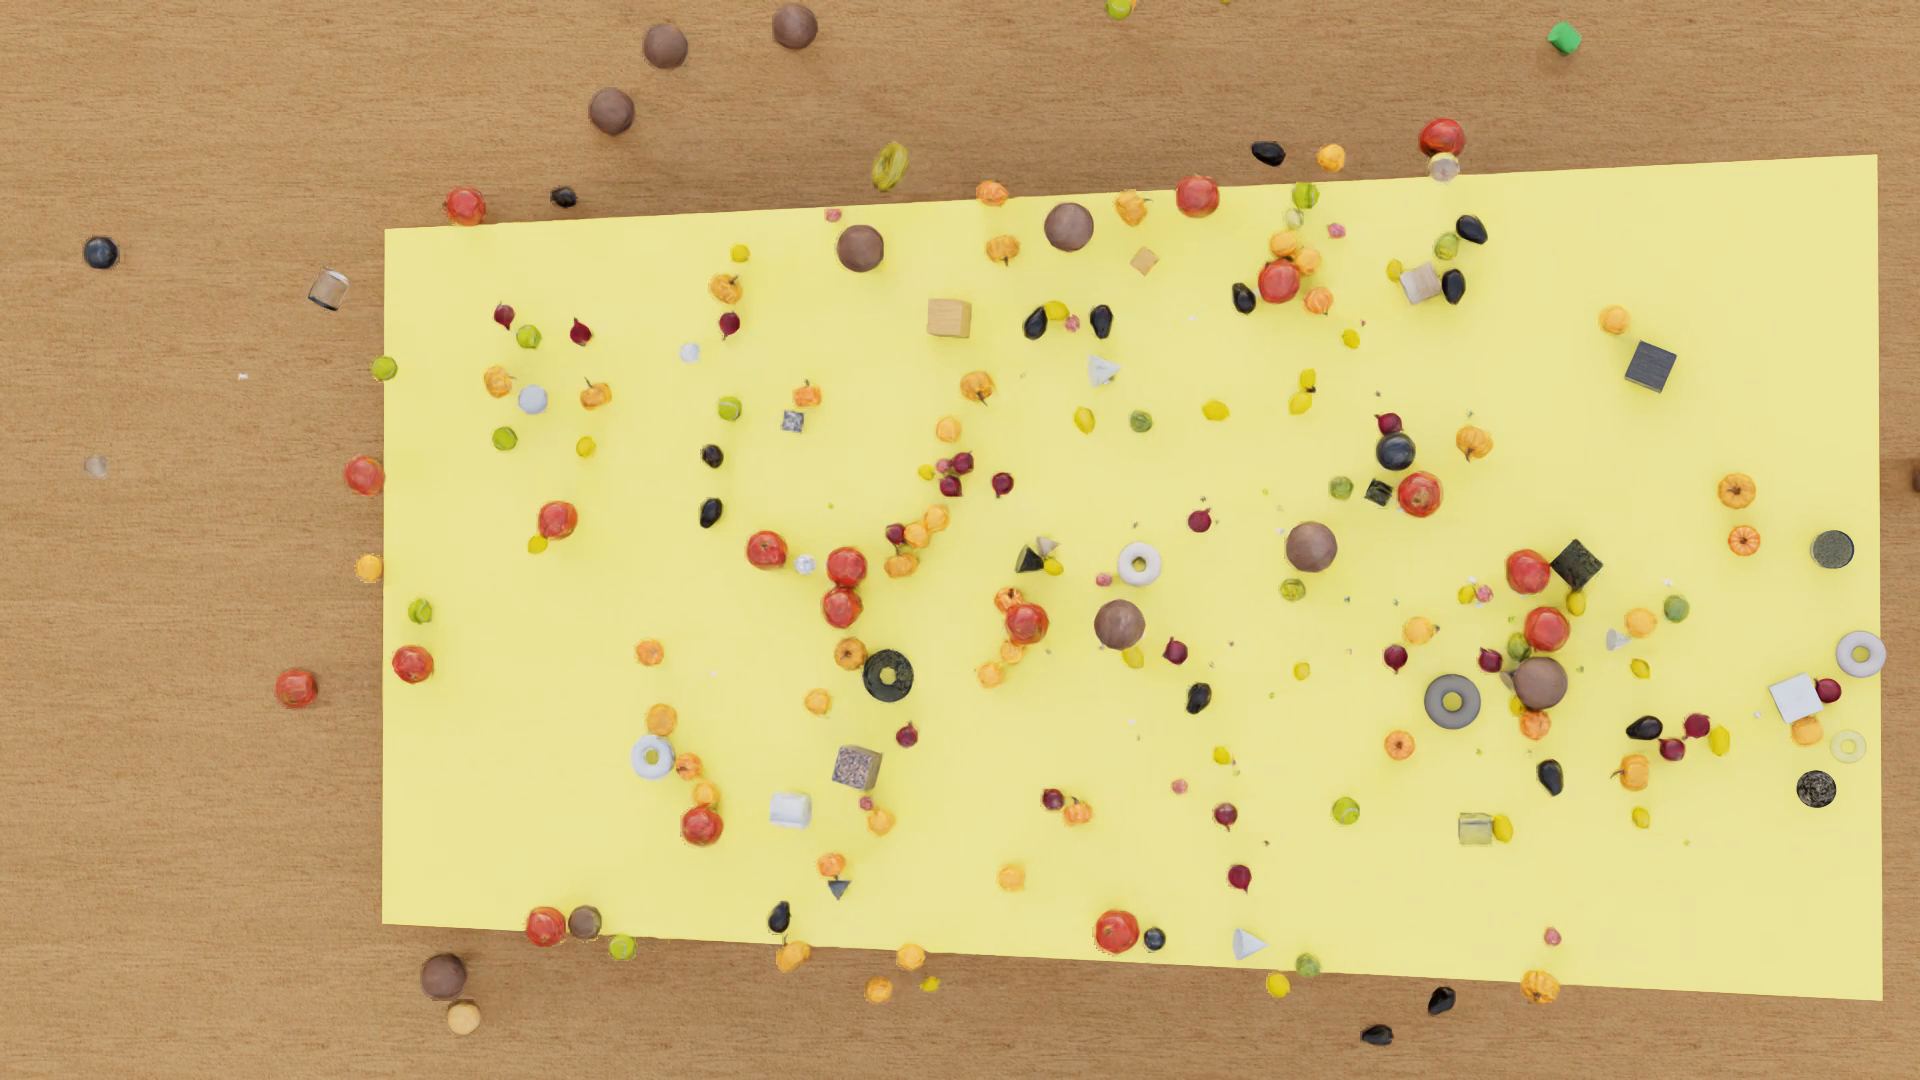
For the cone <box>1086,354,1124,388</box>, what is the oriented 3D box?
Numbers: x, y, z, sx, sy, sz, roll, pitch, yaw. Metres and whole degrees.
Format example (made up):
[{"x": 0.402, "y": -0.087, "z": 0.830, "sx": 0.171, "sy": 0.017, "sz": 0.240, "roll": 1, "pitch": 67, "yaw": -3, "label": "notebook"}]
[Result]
[{"x": 0.386, "y": -0.445, "z": 5.716, "sx": 0.090, "sy": 0.090, "sz": 0.090, "roll": -9, "pitch": 89, "yaw": -10, "label": "cone"}]

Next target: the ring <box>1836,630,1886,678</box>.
[{"x": 2.126, "y": 0.270, "z": 5.191, "sx": 0.112, "sy": 0.037, "sz": 0.112, "roll": 0, "pitch": 89, "yaw": 18, "label": "ring"}]

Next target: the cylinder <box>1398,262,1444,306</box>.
[{"x": 1.147, "y": -0.637, "z": 5.470, "sx": 0.085, "sy": 0.085, "sz": 0.085, "roll": -24, "pitch": 89, "yaw": 15, "label": "cylinder"}]

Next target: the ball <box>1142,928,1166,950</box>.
[{"x": 0.500, "y": 1.025, "z": 5.650, "sx": 0.060, "sy": 0.060, "sz": 0.060, "roll": 0, "pitch": 89, "yaw": 0, "label": "ball"}]

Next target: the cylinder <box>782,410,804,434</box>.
[{"x": -0.452, "y": -0.320, "z": 5.954, "sx": 0.054, "sy": 0.054, "sz": 0.054, "roll": 10, "pitch": 89, "yaw": 0, "label": "cylinder"}]

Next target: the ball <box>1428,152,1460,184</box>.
[{"x": 1.202, "y": -0.925, "z": 5.464, "sx": 0.078, "sy": 0.078, "sz": 0.078, "roll": 0, "pitch": 89, "yaw": 0, "label": "ball"}]

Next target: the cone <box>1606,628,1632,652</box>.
[{"x": 1.610, "y": 0.244, "z": 5.350, "sx": 0.057, "sy": 0.057, "sz": 0.057, "roll": 4, "pitch": 89, "yaw": -10, "label": "cone"}]

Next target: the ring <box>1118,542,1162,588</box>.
[{"x": 0.464, "y": 0.064, "z": 5.686, "sx": 0.118, "sy": 0.039, "sz": 0.118, "roll": 0, "pitch": 89, "yaw": 18, "label": "ring"}]

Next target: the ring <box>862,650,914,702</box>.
[{"x": -0.192, "y": 0.363, "z": 5.872, "sx": 0.143, "sy": 0.048, "sz": 0.143, "roll": 0, "pitch": 90, "yaw": 18, "label": "ring"}]

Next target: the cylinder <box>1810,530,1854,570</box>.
[{"x": 2.056, "y": 0.023, "z": 5.187, "sx": 0.091, "sy": 0.091, "sz": 0.091, "roll": 0, "pitch": 89, "yaw": 17, "label": "cylinder"}]

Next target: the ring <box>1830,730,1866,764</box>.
[{"x": 2.100, "y": 0.489, "z": 5.200, "sx": 0.083, "sy": 0.028, "sz": 0.083, "roll": 0, "pitch": 89, "yaw": 18, "label": "ring"}]

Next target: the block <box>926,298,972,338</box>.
[{"x": -0.028, "y": -0.585, "z": 5.813, "sx": 0.092, "sy": 0.092, "sz": 0.092, "roll": 5, "pitch": 90, "yaw": 17, "label": "block"}]

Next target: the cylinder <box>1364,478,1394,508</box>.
[{"x": 1.050, "y": -0.118, "z": 5.506, "sx": 0.055, "sy": 0.055, "sz": 0.055, "roll": 26, "pitch": 89, "yaw": 15, "label": "cylinder"}]

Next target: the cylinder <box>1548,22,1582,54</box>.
[{"x": 1.762, "y": -1.462, "z": 6.410, "sx": 0.066, "sy": 0.066, "sz": 0.066, "roll": 35, "pitch": 89, "yaw": -23, "label": "cylinder"}]

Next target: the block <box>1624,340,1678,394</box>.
[{"x": 1.667, "y": -0.417, "z": 5.308, "sx": 0.093, "sy": 0.093, "sz": 0.093, "roll": 24, "pitch": 96, "yaw": 15, "label": "block"}]

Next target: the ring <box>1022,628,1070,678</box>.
[{"x": 0.230, "y": 0.297, "z": 5.769, "sx": 0.131, "sy": 0.044, "sz": 0.131, "roll": 0, "pitch": 85, "yaw": -1, "label": "ring"}]

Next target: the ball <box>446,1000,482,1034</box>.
[{"x": -1.435, "y": 1.382, "z": 6.364, "sx": 0.098, "sy": 0.098, "sz": 0.098, "roll": 0, "pitch": 89, "yaw": 0, "label": "ball"}]

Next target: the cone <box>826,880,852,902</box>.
[{"x": -0.315, "y": 0.928, "z": 5.910, "sx": 0.062, "sy": 0.062, "sz": 0.062, "roll": -32, "pitch": 89, "yaw": 2, "label": "cone"}]

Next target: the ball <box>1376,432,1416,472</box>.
[{"x": 1.081, "y": -0.219, "z": 5.455, "sx": 0.099, "sy": 0.099, "sz": 0.099, "roll": 0, "pitch": 89, "yaw": 0, "label": "ball"}]

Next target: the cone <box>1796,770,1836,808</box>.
[{"x": 2.025, "y": 0.592, "z": 5.188, "sx": 0.090, "sy": 0.090, "sz": 0.090, "roll": 0, "pitch": 89, "yaw": 17, "label": "cone"}]

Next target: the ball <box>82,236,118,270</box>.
[{"x": -2.500, "y": -0.834, "z": 6.397, "sx": 0.096, "sy": 0.096, "sz": 0.096, "roll": 0, "pitch": 89, "yaw": 0, "label": "ball"}]

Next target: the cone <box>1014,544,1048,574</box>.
[{"x": 0.197, "y": 0.061, "z": 5.766, "sx": 0.081, "sy": 0.081, "sz": 0.081, "roll": 14, "pitch": 89, "yaw": -19, "label": "cone"}]

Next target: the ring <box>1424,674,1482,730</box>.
[{"x": 1.221, "y": 0.401, "z": 5.453, "sx": 0.139, "sy": 0.046, "sz": 0.139, "roll": 0, "pitch": 91, "yaw": 16, "label": "ring"}]

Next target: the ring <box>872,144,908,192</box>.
[{"x": -0.190, "y": -1.011, "z": 5.972, "sx": 0.047, "sy": 0.141, "sz": 0.141, "roll": 23, "pitch": 89, "yaw": -30, "label": "ring"}]

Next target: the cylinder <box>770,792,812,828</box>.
[{"x": -0.455, "y": 0.727, "z": 5.921, "sx": 0.090, "sy": 0.090, "sz": 0.090, "roll": 3, "pitch": 89, "yaw": 17, "label": "cylinder"}]

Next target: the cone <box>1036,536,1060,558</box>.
[{"x": 0.236, "y": 0.014, "z": 5.760, "sx": 0.061, "sy": 0.061, "sz": 0.061, "roll": -10, "pitch": 89, "yaw": -10, "label": "cone"}]

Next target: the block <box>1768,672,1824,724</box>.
[{"x": 1.977, "y": 0.373, "z": 5.205, "sx": 0.092, "sy": 0.092, "sz": 0.092, "roll": -24, "pitch": 82, "yaw": 15, "label": "block"}]

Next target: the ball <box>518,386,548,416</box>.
[{"x": -1.196, "y": -0.391, "z": 6.160, "sx": 0.085, "sy": 0.085, "sz": 0.085, "roll": 0, "pitch": 89, "yaw": 0, "label": "ball"}]

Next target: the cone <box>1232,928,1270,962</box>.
[{"x": 0.747, "y": 1.028, "z": 5.588, "sx": 0.085, "sy": 0.085, "sz": 0.085, "roll": 2, "pitch": 89, "yaw": -10, "label": "cone"}]

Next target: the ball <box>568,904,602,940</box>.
[{"x": -1.037, "y": 1.058, "z": 6.087, "sx": 0.095, "sy": 0.095, "sz": 0.095, "roll": 0, "pitch": 89, "yaw": 0, "label": "ball"}]

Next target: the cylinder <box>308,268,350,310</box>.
[{"x": -1.827, "y": -0.727, "z": 6.367, "sx": 0.092, "sy": 0.092, "sz": 0.092, "roll": 29, "pitch": 100, "yaw": 0, "label": "cylinder"}]

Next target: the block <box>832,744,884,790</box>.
[{"x": -0.274, "y": 0.606, "z": 5.868, "sx": 0.094, "sy": 0.094, "sz": 0.094, "roll": 16, "pitch": 94, "yaw": 16, "label": "block"}]

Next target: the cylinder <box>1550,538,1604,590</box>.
[{"x": 1.500, "y": 0.061, "z": 5.351, "sx": 0.091, "sy": 0.091, "sz": 0.091, "roll": -45, "pitch": 76, "yaw": -1, "label": "cylinder"}]

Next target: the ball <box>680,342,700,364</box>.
[{"x": -0.742, "y": -0.513, "z": 6.041, "sx": 0.059, "sy": 0.059, "sz": 0.059, "roll": 0, "pitch": 89, "yaw": 0, "label": "ball"}]

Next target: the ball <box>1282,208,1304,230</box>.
[{"x": 0.846, "y": -0.814, "z": 5.577, "sx": 0.053, "sy": 0.053, "sz": 0.053, "roll": 0, "pitch": 89, "yaw": 0, "label": "ball"}]

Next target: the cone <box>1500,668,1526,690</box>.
[{"x": 1.371, "y": 0.332, "z": 5.419, "sx": 0.058, "sy": 0.058, "sz": 0.058, "roll": -31, "pitch": 89, "yaw": -13, "label": "cone"}]

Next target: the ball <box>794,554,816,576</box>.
[{"x": -0.418, "y": 0.066, "z": 5.938, "sx": 0.057, "sy": 0.057, "sz": 0.057, "roll": 0, "pitch": 89, "yaw": 0, "label": "ball"}]

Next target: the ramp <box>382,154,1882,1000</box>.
[{"x": 0.271, "y": 0.095, "z": 5.815, "sx": 4.000, "sy": 0.100, "sz": 2.000, "roll": 0, "pitch": 89, "yaw": 17, "label": "ramp"}]

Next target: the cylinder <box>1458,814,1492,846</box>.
[{"x": 1.270, "y": 0.712, "z": 5.417, "sx": 0.077, "sy": 0.077, "sz": 0.077, "roll": -1, "pitch": 89, "yaw": 17, "label": "cylinder"}]

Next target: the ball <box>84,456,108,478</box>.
[{"x": -2.515, "y": -0.214, "z": 6.404, "sx": 0.065, "sy": 0.065, "sz": 0.065, "roll": 0, "pitch": 89, "yaw": 0, "label": "ball"}]
